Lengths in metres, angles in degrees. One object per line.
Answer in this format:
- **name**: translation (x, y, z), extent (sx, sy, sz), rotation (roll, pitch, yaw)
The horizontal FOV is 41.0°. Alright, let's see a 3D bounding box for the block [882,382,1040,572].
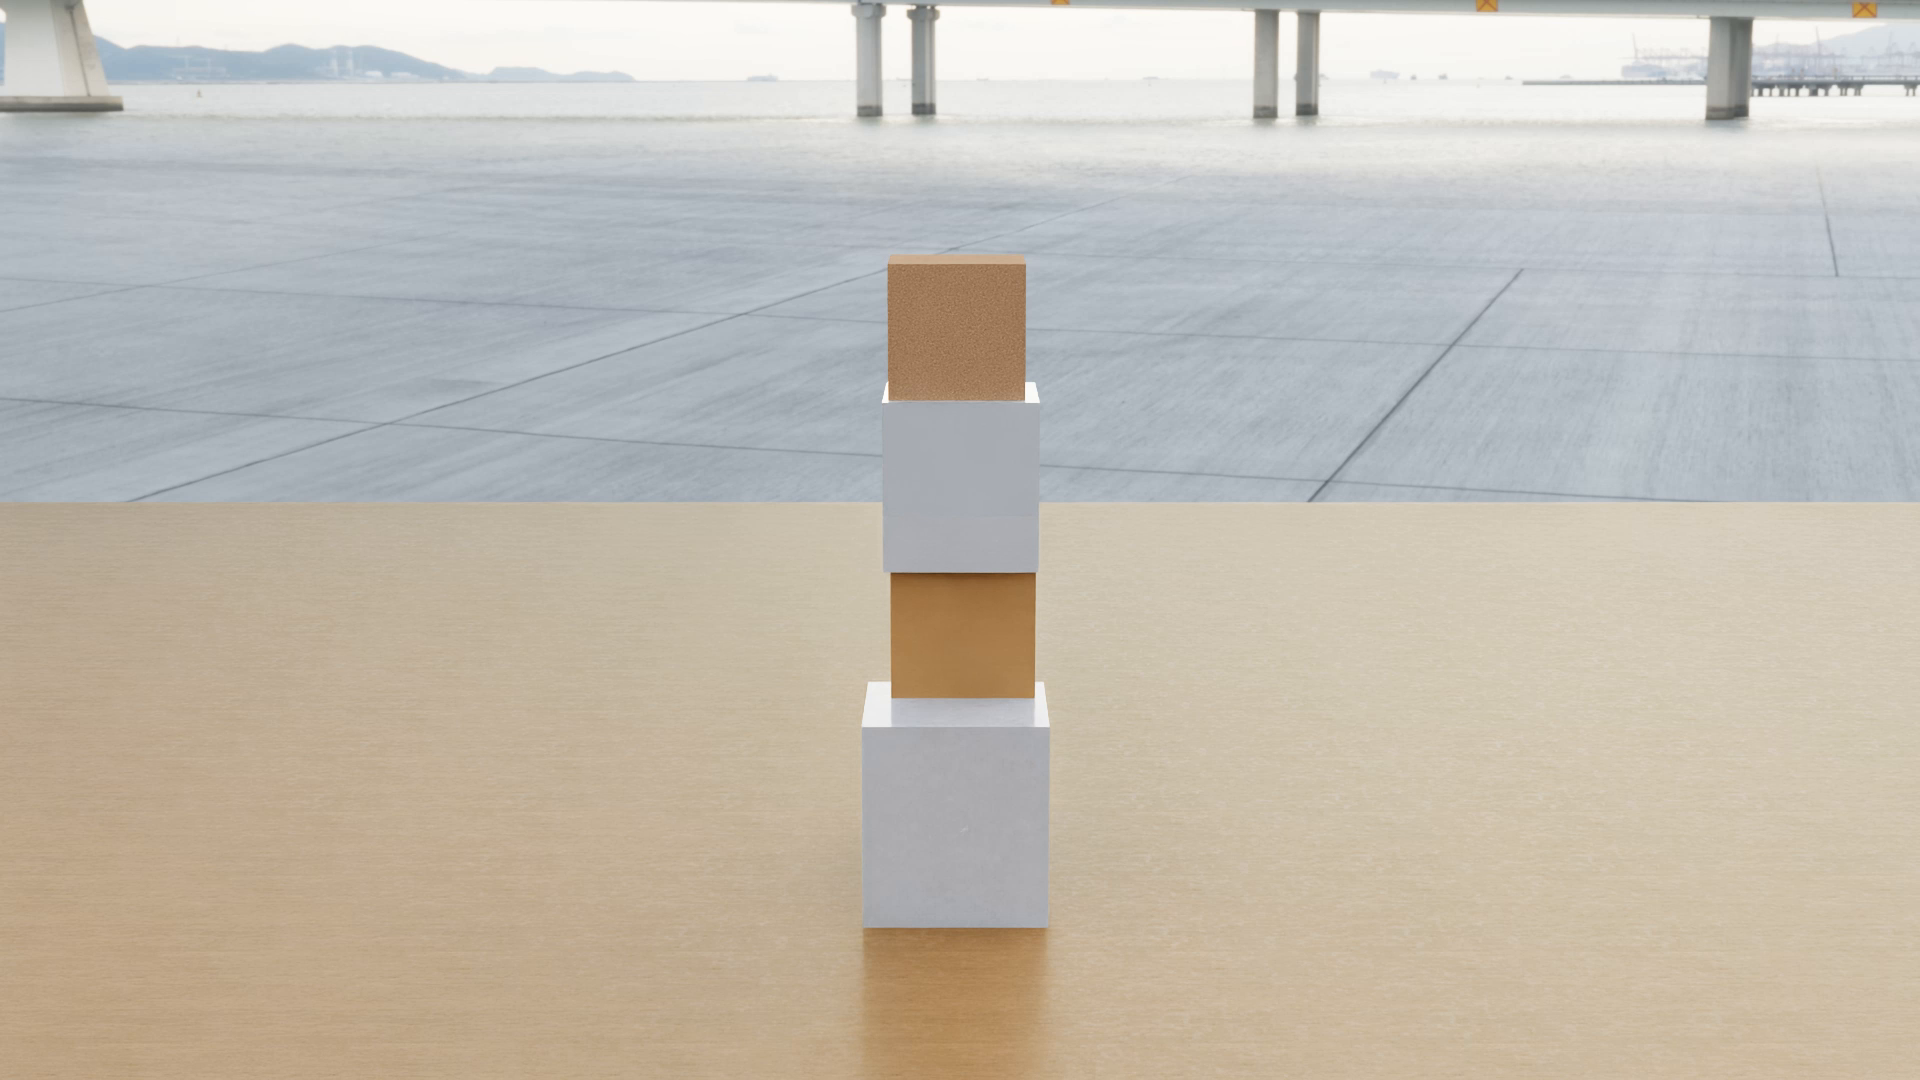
- **block**: translation (0.004, -0.282, 11.129), extent (0.659, 0.723, 0.710), rotation (0, 10, 0)

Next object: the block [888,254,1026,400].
- **block**: translation (-0.014, -0.919, 11.013), extent (0.577, 0.572, 0.581), rotation (0, 10, 0)

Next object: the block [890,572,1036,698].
- **block**: translation (0.013, 0.351, 11.244), extent (0.619, 0.564, 0.572), rotation (0, 10, 0)

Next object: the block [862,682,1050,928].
- **block**: translation (-0.018, 1.120, 10.996), extent (0.773, 0.862, 0.790), rotation (0, 10, 0)
